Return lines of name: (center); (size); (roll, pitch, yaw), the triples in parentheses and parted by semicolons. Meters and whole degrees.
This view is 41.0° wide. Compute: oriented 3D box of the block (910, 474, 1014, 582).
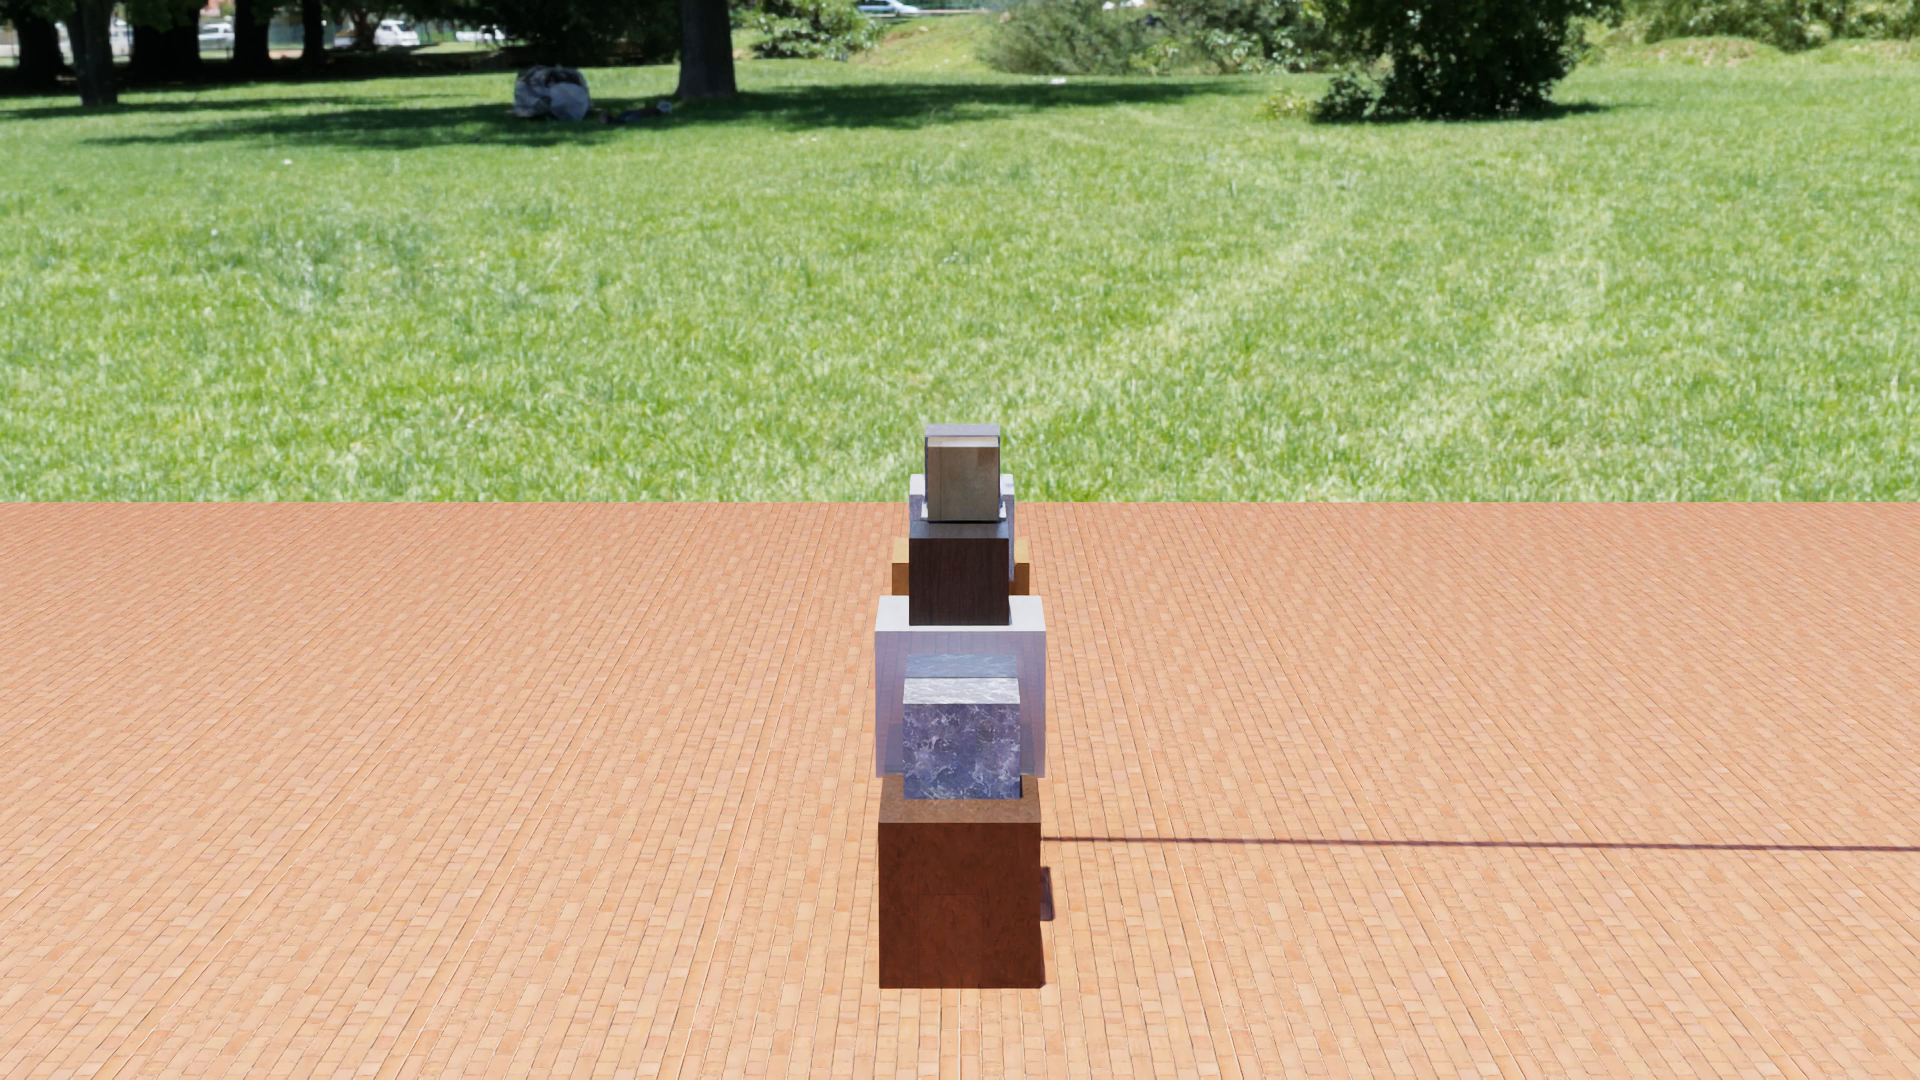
block: (0.008, -0.061, 11.579); (0.465, 0.394, 0.464); (0, 13, 0)

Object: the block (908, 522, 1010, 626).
block: (-0.004, 0.138, 10.760); (0.412, 0.368, 0.410); (0, 10, 0)

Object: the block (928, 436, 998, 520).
block: (0.013, -0.265, 10.964); (0.299, 0.315, 0.279); (0, 11, 0)

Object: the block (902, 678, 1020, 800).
block: (0.006, 0.797, 10.346); (0.461, 0.389, 0.427); (0, 10, 0)

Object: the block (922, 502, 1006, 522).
block: (0.016, 0.055, 11.159); (0.362, 0.385, 0.393); (0, 11, 0)

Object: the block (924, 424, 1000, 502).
block: (0.011, -0.338, 11.253); (0.326, 0.292, 0.307); (0, 13, 0)

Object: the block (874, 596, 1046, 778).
block: (0.002, 0.613, 10.906); (0.701, 0.621, 0.721); (0, 10, 0)

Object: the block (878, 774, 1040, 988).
block: (-0.002, 1.354, 10.248); (0.626, 0.670, 0.683); (0, 10, 0)

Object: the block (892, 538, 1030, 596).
block: (0.003, 0.356, 12.115); (0.632, 0.630, 0.642); (0, 10, 0)
